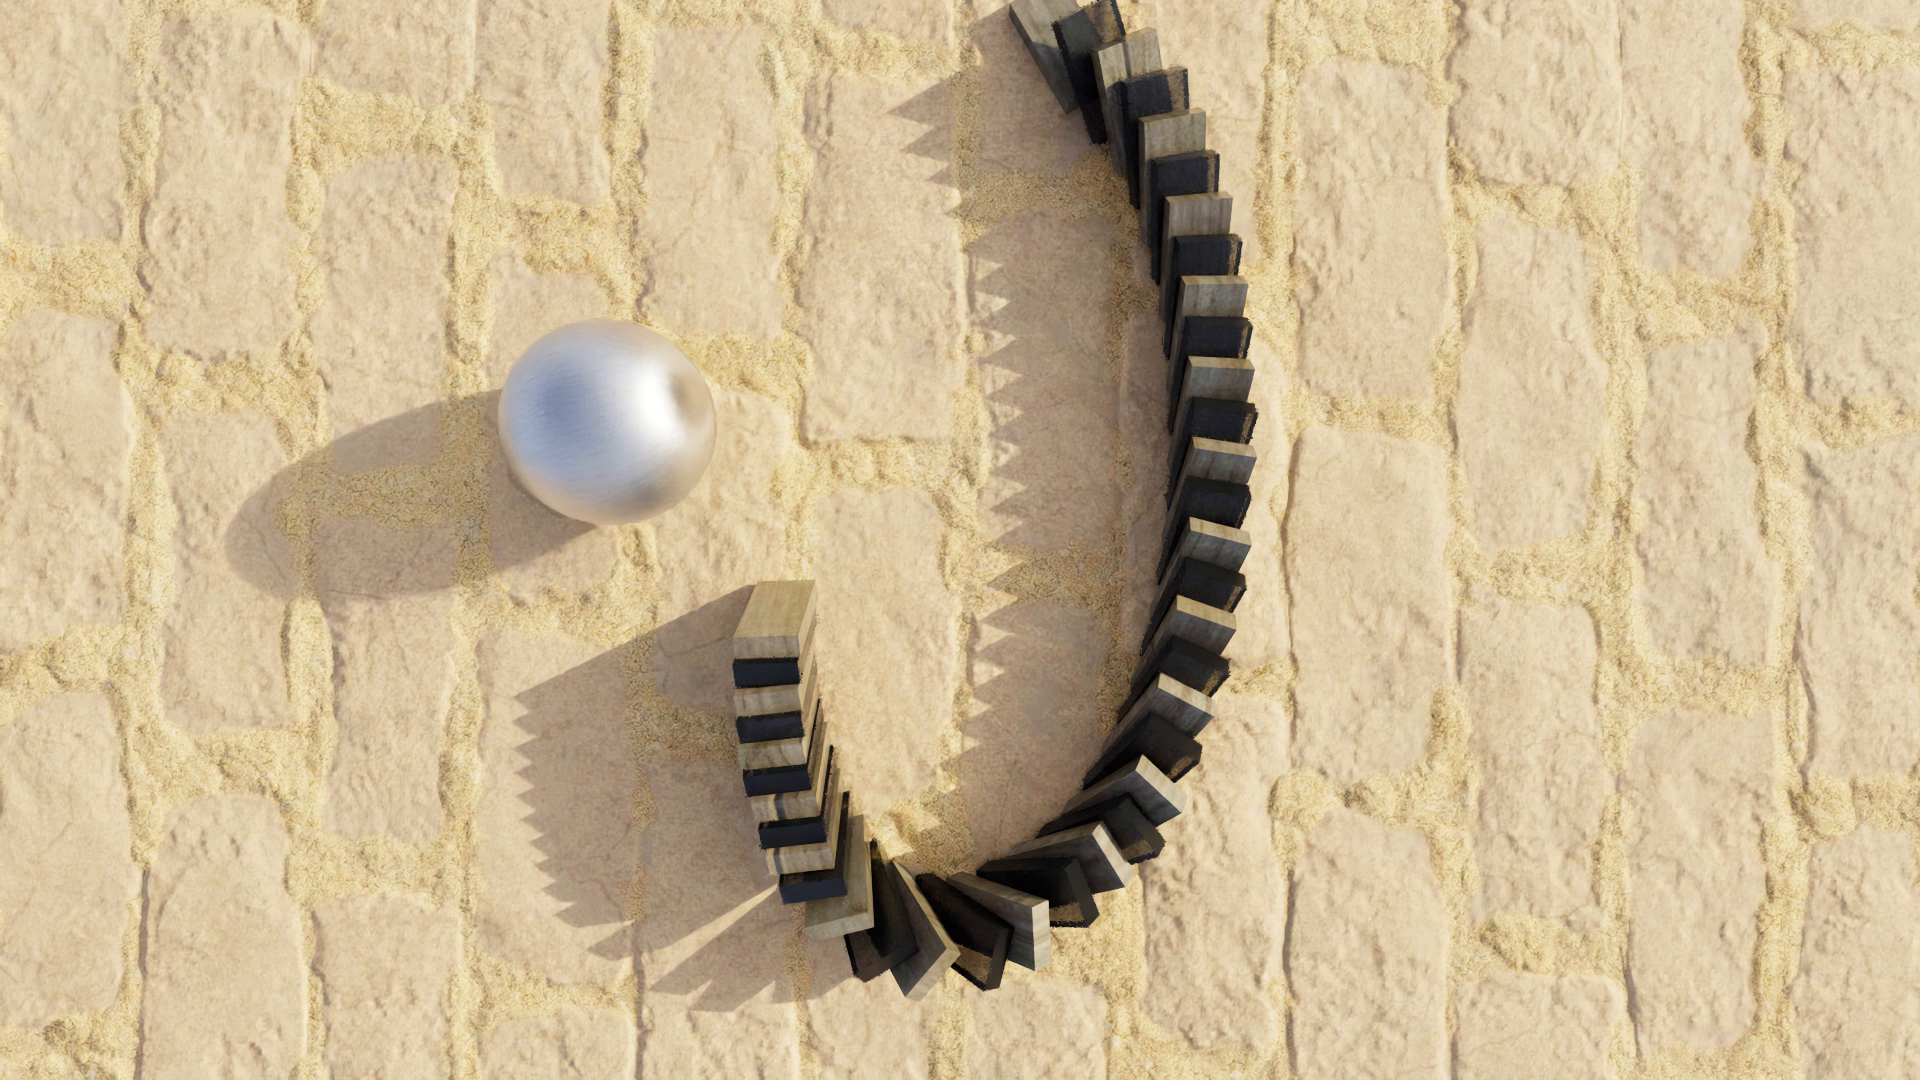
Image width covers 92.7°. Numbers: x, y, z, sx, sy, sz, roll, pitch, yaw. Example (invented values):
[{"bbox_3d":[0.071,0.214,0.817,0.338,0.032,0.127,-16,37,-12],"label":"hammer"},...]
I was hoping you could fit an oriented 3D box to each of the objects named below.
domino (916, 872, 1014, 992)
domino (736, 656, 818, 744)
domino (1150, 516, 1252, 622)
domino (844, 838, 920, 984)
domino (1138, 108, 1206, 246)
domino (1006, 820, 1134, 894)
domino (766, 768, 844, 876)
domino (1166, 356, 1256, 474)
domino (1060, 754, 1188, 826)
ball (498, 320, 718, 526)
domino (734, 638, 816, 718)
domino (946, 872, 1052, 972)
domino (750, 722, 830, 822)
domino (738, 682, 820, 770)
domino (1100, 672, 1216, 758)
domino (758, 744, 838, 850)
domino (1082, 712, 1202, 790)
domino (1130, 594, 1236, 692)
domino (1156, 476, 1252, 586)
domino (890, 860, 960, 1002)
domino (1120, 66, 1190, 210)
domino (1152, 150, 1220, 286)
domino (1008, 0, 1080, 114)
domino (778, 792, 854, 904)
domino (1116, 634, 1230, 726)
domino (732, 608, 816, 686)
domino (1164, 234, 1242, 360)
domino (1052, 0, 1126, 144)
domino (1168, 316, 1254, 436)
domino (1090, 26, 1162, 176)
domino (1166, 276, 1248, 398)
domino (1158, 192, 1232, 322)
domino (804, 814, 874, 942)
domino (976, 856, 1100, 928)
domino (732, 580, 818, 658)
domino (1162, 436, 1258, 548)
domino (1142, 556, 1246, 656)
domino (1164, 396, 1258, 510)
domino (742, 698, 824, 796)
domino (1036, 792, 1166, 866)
[{"bbox_3d":[-0.002,0.161,0.379,0.010,0.050,0.025,14,90,-45],"label":"domino"},{"bbox_3d":[-0.074,0.063,0.375,0.025,0.050,0.009,-6,113,0],"label":"domino"},{"bbox_3d":[0.099,0.016,0.381,0.025,0.010,0.050,14,127,0],"label":"domino"},{"bbox_3d":[-0.037,0.152,0.378,0.025,0.050,0.010,-31,131,0],"label":"domino"},{"bbox_3d":[0.088,-0.150,0.381,0.025,0.009,0.050,-11,126,-1],"label":"domino"},{"bbox_3d":[0.045,0.135,0.380,0.050,0.009,0.025,-32,90,40],"label":"domino"},{"bbox_3d":[-0.063,0.114,0.375,0.025,0.050,0.009,-6,113,0],"label":"domino"},{"bbox_3d":[0.104,-0.051,0.381,0.025,0.010,0.050,3,126,0],"label":"domino"},{"bbox_3d":[0.067,0.111,0.380,0.025,0.009,0.050,43,130,0],"label":"domino"},{"bbox_3d":[-0.137,-0.046,0.360,0.080,0.080,0.080,0,90,0],"label":"ball"},{"bbox_3d":[-0.075,0.053,0.375,0.025,0.050,0.009,-6,113,0],"label":"domino"},{"bbox_3d":[0.015,0.156,0.379,0.009,0.050,0.025,-3,90,-43],"label":"domino"},{"bbox_3d":[-0.068,0.094,0.375,0.025,0.050,0.009,-6,113,0],"label":"domino"},{"bbox_3d":[-0.073,0.074,0.375,0.025,0.050,0.009,-6,113,0],"label":"domino"},{"bbox_3d":[0.082,0.079,0.381,0.025,0.010,0.050,28,127,0],"label":"domino"},{"bbox_3d":[-0.065,0.104,0.375,0.025,0.050,0.009,-6,113,0],"label":"domino"},{"bbox_3d":[0.075,0.095,0.381,0.025,0.010,0.050,33,128,0],"label":"domino"},{"bbox_3d":[0.092,0.048,0.381,0.025,0.009,0.050,19,127,0],"label":"domino"},{"bbox_3d":[0.101,-0.001,0.381,0.025,0.009,0.050,9,126,0],"label":"domino"},{"bbox_3d":[-0.022,0.160,0.378,0.025,0.050,0.010,-49,129,0],"label":"domino"},{"bbox_3d":[0.082,-0.167,0.381,0.025,0.010,0.050,-15,126,-1],"label":"domino"},{"bbox_3d":[0.093,-0.134,0.382,0.025,0.009,0.050,-8,126,0],"label":"domino"},{"bbox_3d":[0.045,-0.213,0.395,0.025,0.010,0.050,-30,90,0],"label":"domino"},{"bbox_3d":[-0.058,0.125,0.375,0.025,0.050,0.010,-8,114,0],"label":"domino"},{"bbox_3d":[0.088,0.064,0.381,0.025,0.009,0.050,25,127,0],"label":"domino"},{"bbox_3d":[-0.075,0.042,0.375,0.025,0.050,0.010,-2,113,0],"label":"domino"},{"bbox_3d":[0.100,-0.100,0.382,0.025,0.010,0.050,-3,126,0],"label":"domino"},{"bbox_3d":[0.060,-0.196,0.383,0.025,0.010,0.050,-28,120,0],"label":"domino"},{"bbox_3d":[0.103,-0.067,0.382,0.025,0.009,0.050,1,126,0],"label":"domino"},{"bbox_3d":[0.073,-0.182,0.381,0.025,0.009,0.050,-22,126,-1],"label":"domino"},{"bbox_3d":[0.102,-0.084,0.382,0.025,0.010,0.050,-1,126,0],"label":"domino"},{"bbox_3d":[0.097,-0.117,0.382,0.025,0.010,0.050,-5,126,0],"label":"domino"},{"bbox_3d":[-0.050,0.138,0.376,0.025,0.050,0.010,-14,121,0],"label":"domino"},{"bbox_3d":[0.031,0.146,0.380,0.050,0.009,0.025,-21,90,43],"label":"domino"},{"bbox_3d":[-0.075,0.032,0.375,0.025,0.050,0.009,-2,113,0],"label":"domino"},{"bbox_3d":[0.103,-0.017,0.381,0.025,0.009,0.050,9,126,0],"label":"domino"},{"bbox_3d":[0.096,0.032,0.381,0.025,0.010,0.050,17,127,0],"label":"domino"},{"bbox_3d":[0.104,-0.034,0.381,0.025,0.010,0.050,7,126,0],"label":"domino"},{"bbox_3d":[-0.071,0.084,0.375,0.025,0.050,0.009,-6,113,0],"label":"domino"},{"bbox_3d":[0.057,0.124,0.380,0.050,0.010,0.025,-36,91,40],"label":"domino"}]
